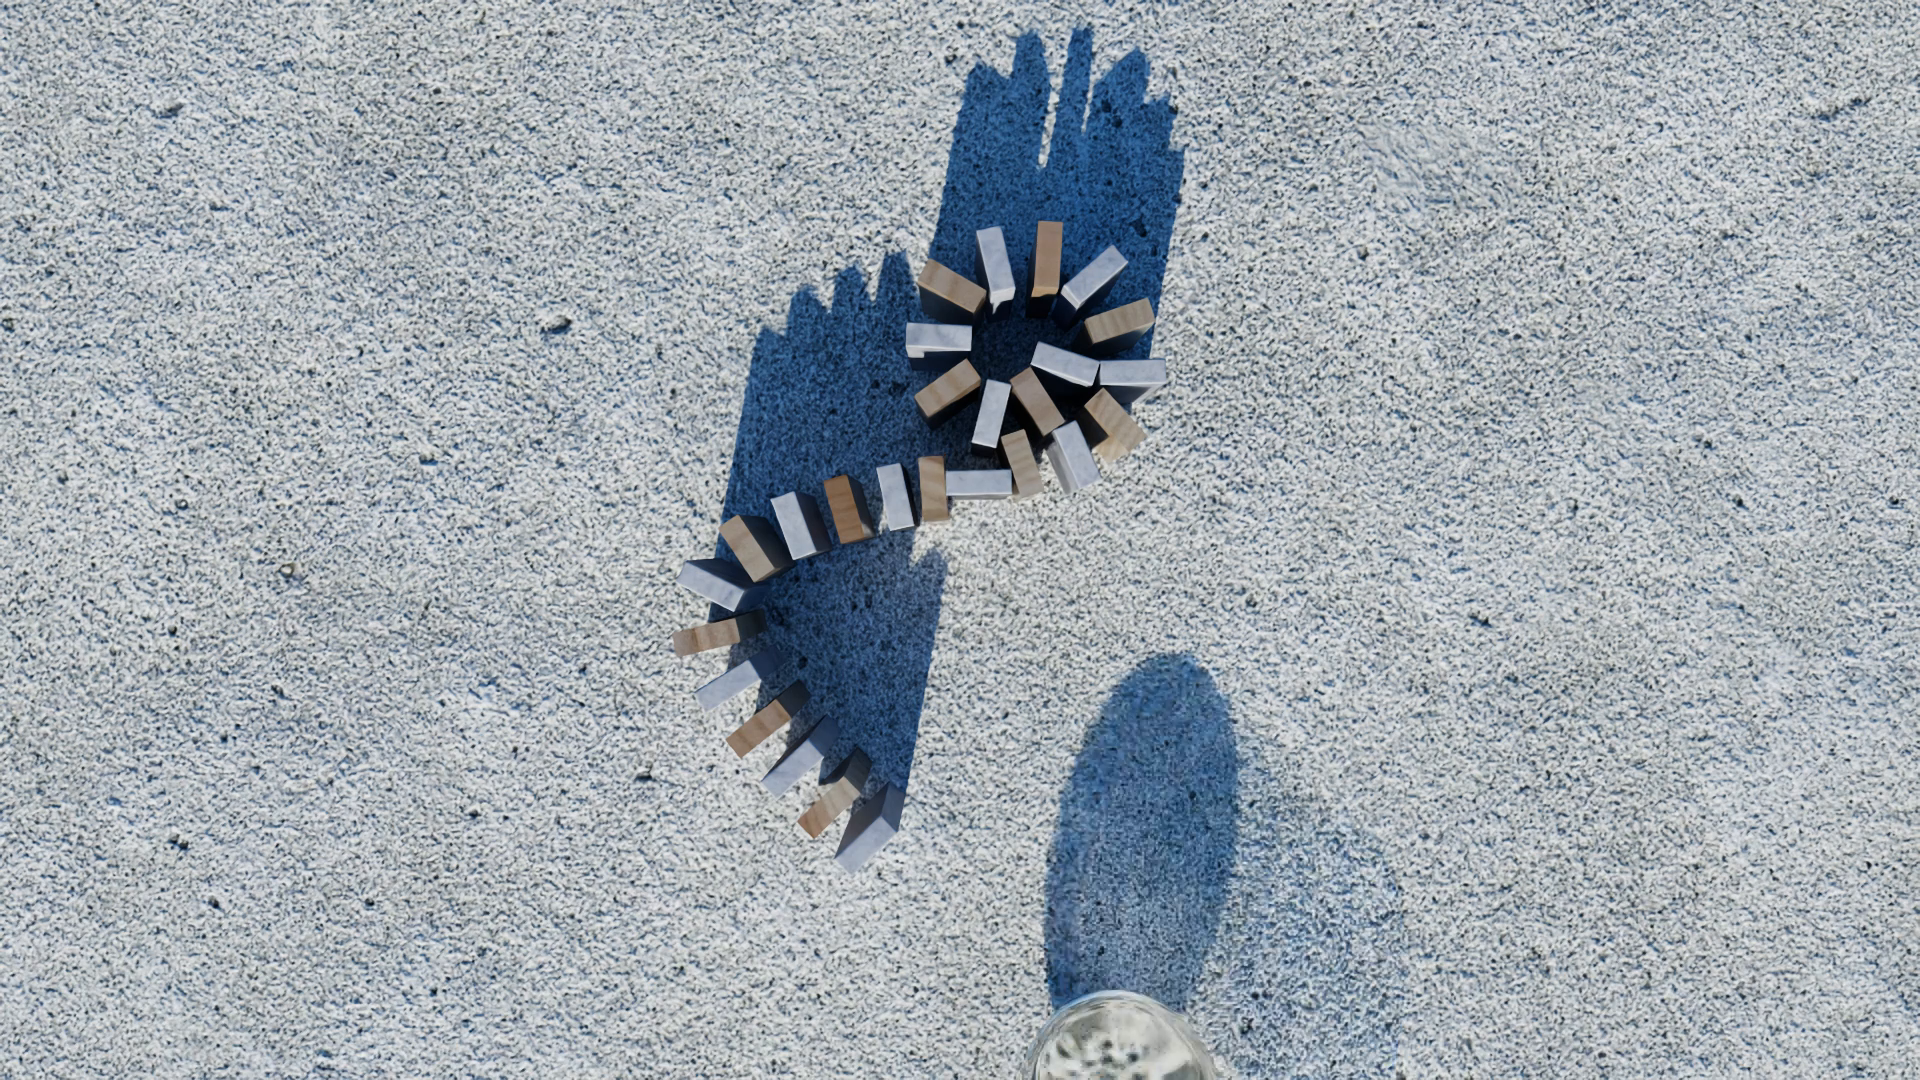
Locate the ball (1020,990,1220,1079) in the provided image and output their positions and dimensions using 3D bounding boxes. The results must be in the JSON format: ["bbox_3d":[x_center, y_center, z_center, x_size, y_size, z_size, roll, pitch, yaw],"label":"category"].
[{"bbox_3d":[0.063,0.221,0.360,0.080,0.080,0.080,0,90,0],"label":"ball"}]

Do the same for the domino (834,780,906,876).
[{"bbox_3d":[-0.036,0.117,0.375,0.025,0.050,0.010,-44,90,0],"label":"domino"}]

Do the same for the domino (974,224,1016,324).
[{"bbox_3d":[0.014,-0.107,0.375,0.009,0.050,0.025,-13,90,0],"label":"domino"}]

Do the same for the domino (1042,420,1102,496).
[{"bbox_3d":[0.045,-0.033,0.375,0.009,0.050,0.025,-24,90,0],"label":"domino"}]

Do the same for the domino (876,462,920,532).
[{"bbox_3d":[-0.025,-0.017,0.375,0.009,0.050,0.025,-12,90,0],"label":"domino"}]

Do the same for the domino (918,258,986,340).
[{"bbox_3d":[-0.003,-0.097,0.375,0.025,0.050,0.009,30,90,0],"label":"domino"}]

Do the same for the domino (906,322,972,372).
[{"bbox_3d":[-0.008,-0.078,0.375,0.025,0.050,0.009,4,90,0],"label":"domino"}]

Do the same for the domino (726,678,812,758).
[{"bbox_3d":[-0.077,0.072,0.375,0.025,0.050,0.010,-39,90,0],"label":"domino"}]

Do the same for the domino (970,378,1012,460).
[{"bbox_3d":[0.012,-0.049,0.375,0.010,0.050,0.025,14,90,0],"label":"domino"}]

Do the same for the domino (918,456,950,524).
[{"bbox_3d":[-0.010,-0.019,0.375,0.009,0.050,0.025,-4,90,0],"label":"domino"}]

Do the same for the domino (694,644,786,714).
[{"bbox_3d":[-0.089,0.056,0.375,0.025,0.050,0.009,-32,90,0],"label":"domino"}]

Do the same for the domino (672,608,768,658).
[{"bbox_3d":[-0.097,0.037,0.375,0.025,0.050,0.010,-14,90,0],"label":"domino"}]

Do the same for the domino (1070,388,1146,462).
[{"bbox_3d":[0.060,-0.046,0.375,0.009,0.050,0.025,-42,90,0],"label":"domino"}]

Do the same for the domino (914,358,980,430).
[{"bbox_3d":[-0.005,-0.058,0.375,0.025,0.050,0.009,-35,90,0],"label":"domino"}]

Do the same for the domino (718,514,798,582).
[{"bbox_3d":[-0.082,0.003,0.375,0.009,0.050,0.025,-34,90,0],"label":"domino"}]

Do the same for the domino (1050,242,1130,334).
[{"bbox_3d":[0.052,-0.102,0.375,0.025,0.050,0.009,-41,90,0],"label":"domino"}]

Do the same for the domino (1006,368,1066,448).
[{"bbox_3d":[0.030,-0.053,0.375,0.010,0.050,0.025,-33,90,0],"label":"domino"}]

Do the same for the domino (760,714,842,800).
[{"bbox_3d":[-0.064,0.088,0.375,0.025,0.050,0.010,-42,90,0],"label":"domino"}]

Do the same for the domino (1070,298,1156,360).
[{"bbox_3d":[0.062,-0.084,0.375,0.025,0.050,0.009,-19,90,0],"label":"domino"}]

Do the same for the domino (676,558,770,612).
[{"bbox_3d":[-0.096,0.018,0.375,0.025,0.050,0.010,27,90,0],"label":"domino"}]

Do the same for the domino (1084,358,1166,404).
[{"bbox_3d":[0.066,-0.064,0.375,0.025,0.050,0.010,-1,90,0],"label":"domino"}]

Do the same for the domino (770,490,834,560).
[{"bbox_3d":[-0.064,-0.006,0.375,0.009,0.050,0.025,-20,90,0],"label":"domino"}]

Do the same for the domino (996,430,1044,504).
[{"bbox_3d":[0.024,-0.029,0.375,0.010,0.050,0.025,-19,90,0],"label":"domino"}]

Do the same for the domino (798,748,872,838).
[{"bbox_3d":[-0.050,0.102,0.375,0.025,0.050,0.009,-44,90,0],"label":"domino"}]

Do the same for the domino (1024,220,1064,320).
[{"bbox_3d":[0.034,-0.109,0.375,0.009,0.050,0.025,4,90,0],"label":"domino"}]

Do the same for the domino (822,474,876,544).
[{"bbox_3d":[-0.044,-0.012,0.375,0.009,0.050,0.025,-16,90,0],"label":"domino"}]

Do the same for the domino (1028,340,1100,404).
[{"bbox_3d":[0.040,-0.068,0.375,0.025,0.050,0.010,19,90,0],"label":"domino"}]

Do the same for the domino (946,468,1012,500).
[{"bbox_3d":[0.007,-0.022,0.375,0.025,0.050,0.009,-1,90,0],"label":"domino"}]
